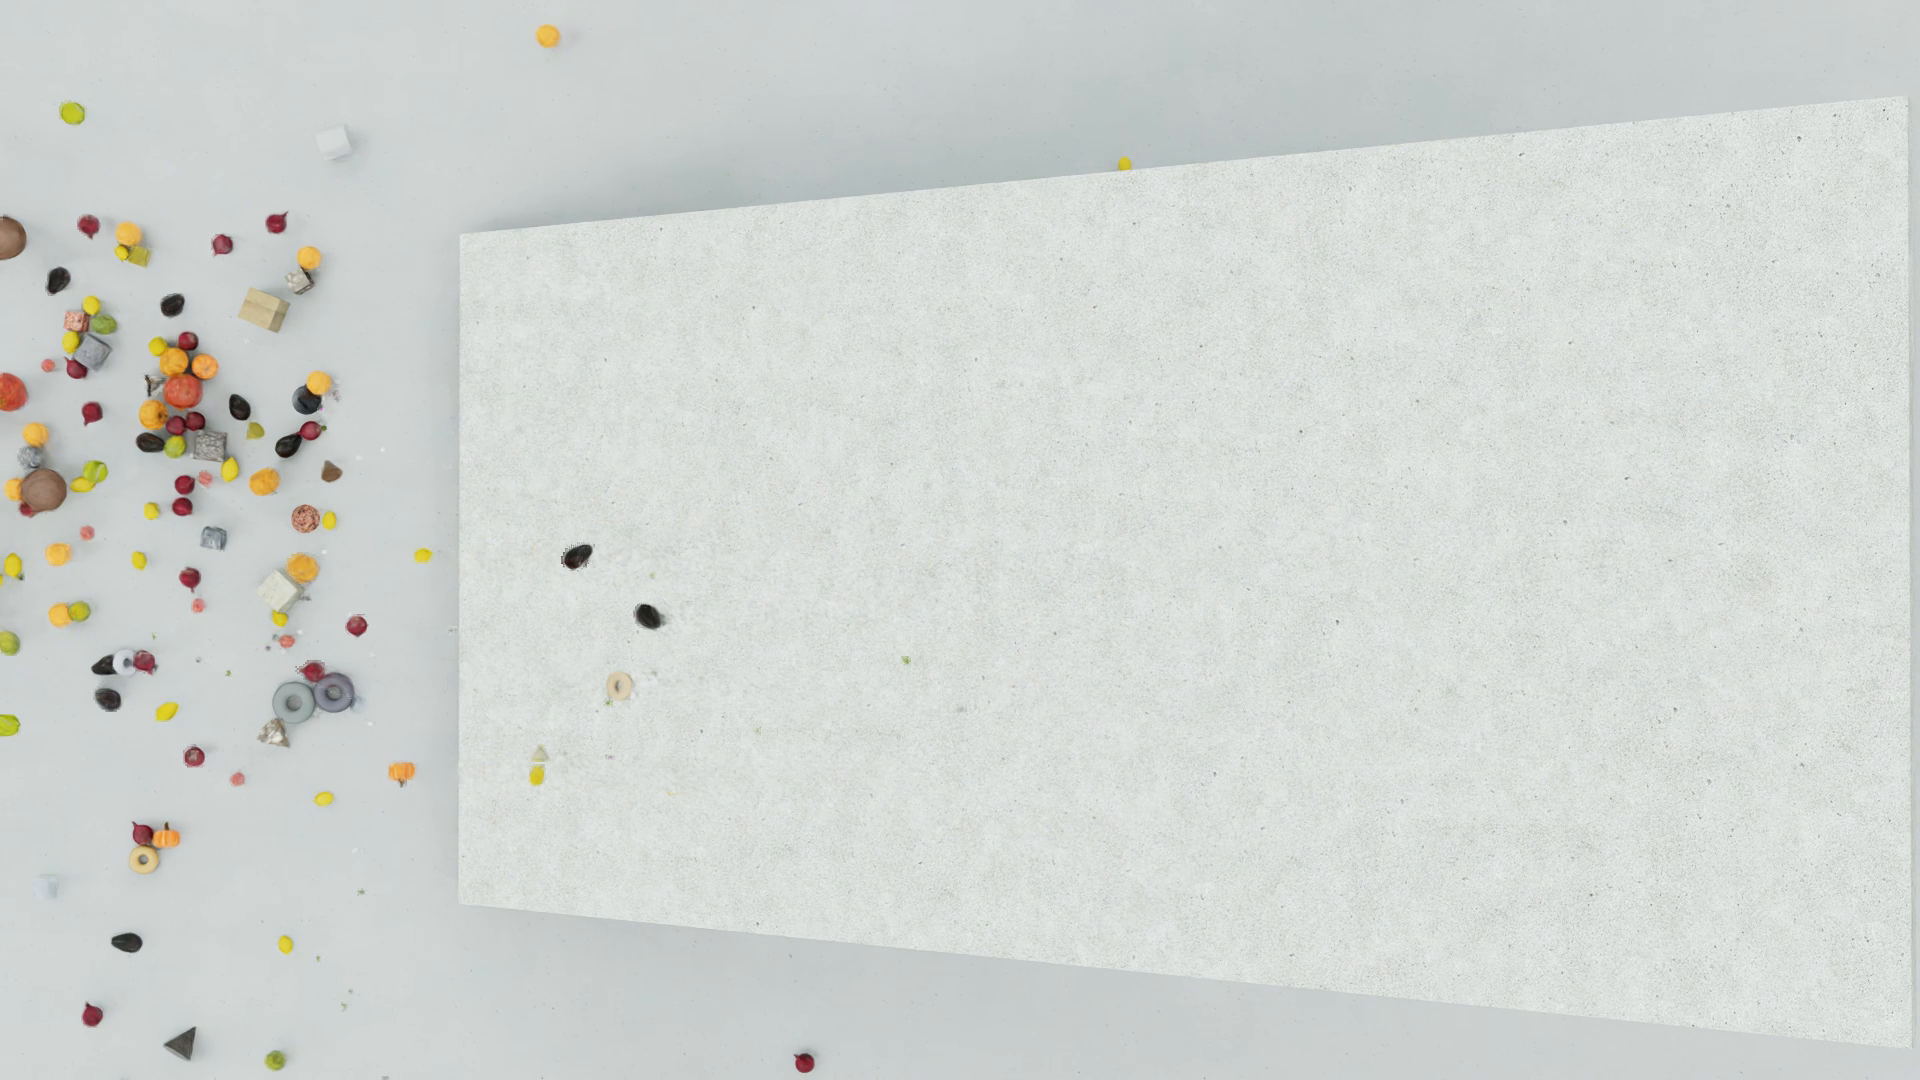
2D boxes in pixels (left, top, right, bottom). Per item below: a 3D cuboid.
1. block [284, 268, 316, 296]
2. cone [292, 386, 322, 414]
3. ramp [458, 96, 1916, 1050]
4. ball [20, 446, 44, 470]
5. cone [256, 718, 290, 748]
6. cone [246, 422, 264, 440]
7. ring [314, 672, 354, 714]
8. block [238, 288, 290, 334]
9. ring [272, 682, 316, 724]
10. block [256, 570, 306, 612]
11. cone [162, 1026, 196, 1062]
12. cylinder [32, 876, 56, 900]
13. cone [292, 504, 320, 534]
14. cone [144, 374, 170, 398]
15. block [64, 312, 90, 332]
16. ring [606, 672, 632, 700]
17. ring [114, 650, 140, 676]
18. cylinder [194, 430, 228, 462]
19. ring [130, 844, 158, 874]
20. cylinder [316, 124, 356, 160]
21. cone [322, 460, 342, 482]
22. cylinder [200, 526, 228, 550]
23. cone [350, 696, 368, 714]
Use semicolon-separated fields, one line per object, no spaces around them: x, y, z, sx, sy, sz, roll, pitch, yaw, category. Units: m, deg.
-1.993;-0.781;6.637;0.058;0.058;0.058;-31;90;0;block
-1.980;-0.424;6.618;0.090;0.090;0.090;0;89;0;cone
0.272;0.076;5.635;4.000;0.100;2.000;0;89;29;ramp
-2.798;-0.247;6.627;0.068;0.068;0.068;0;89;0;ball
-2.053;0.599;6.631;0.092;0.092;0.092;-40;117;0;cone
-2.144;-0.319;6.649;0.057;0.057;0.057;-35;89;26;cone
-1.888;0.461;6.634;0.124;0.041;0.124;0;90;-1;ring
-2.094;-0.691;6.616;0.099;0.099;0.099;23;89;0;block
-2.009;0.491;6.632;0.130;0.043;0.130;0;89;-1;ring
-2.042;0.152;6.612;0.091;0.091;0.091;43;90;0;block
-2.329;1.505;6.622;0.098;0.098;0.098;31;63;0;cone
-2.750;1.046;6.603;0.066;0.066;0.066;-5;82;0;cylinder
-1.982;-0.064;6.616;0.087;0.087;0.087;0;89;0;cone
-2.423;-0.472;6.647;0.073;0.073;0.073;-12;89;-27;cone
-2.665;-0.658;6.638;0.054;0.054;0.054;7;89;0;block
-0.969;0.415;6.256;0.084;0.028;0.084;0;90;28;ring
-2.509;0.370;6.620;0.028;0.084;0.084;-7;89;39;ring
-2.255;-0.282;6.617;0.089;0.089;0.089;7;89;0;cylinder
-2.463;0.964;6.634;0.089;0.030;0.089;0;88;1;ring
-1.881;-1.198;6.627;0.087;0.087;0.087;-17;89;0;cylinder
-1.907;-0.221;6.646;0.064;0.064;0.064;-27;63;0;cone
-2.249;-0.006;6.628;0.061;0.061;0.061;12;89;-4;cylinder
-1.819;0.498;6.626;0.054;0.054;0.054;0;89;0;cone
